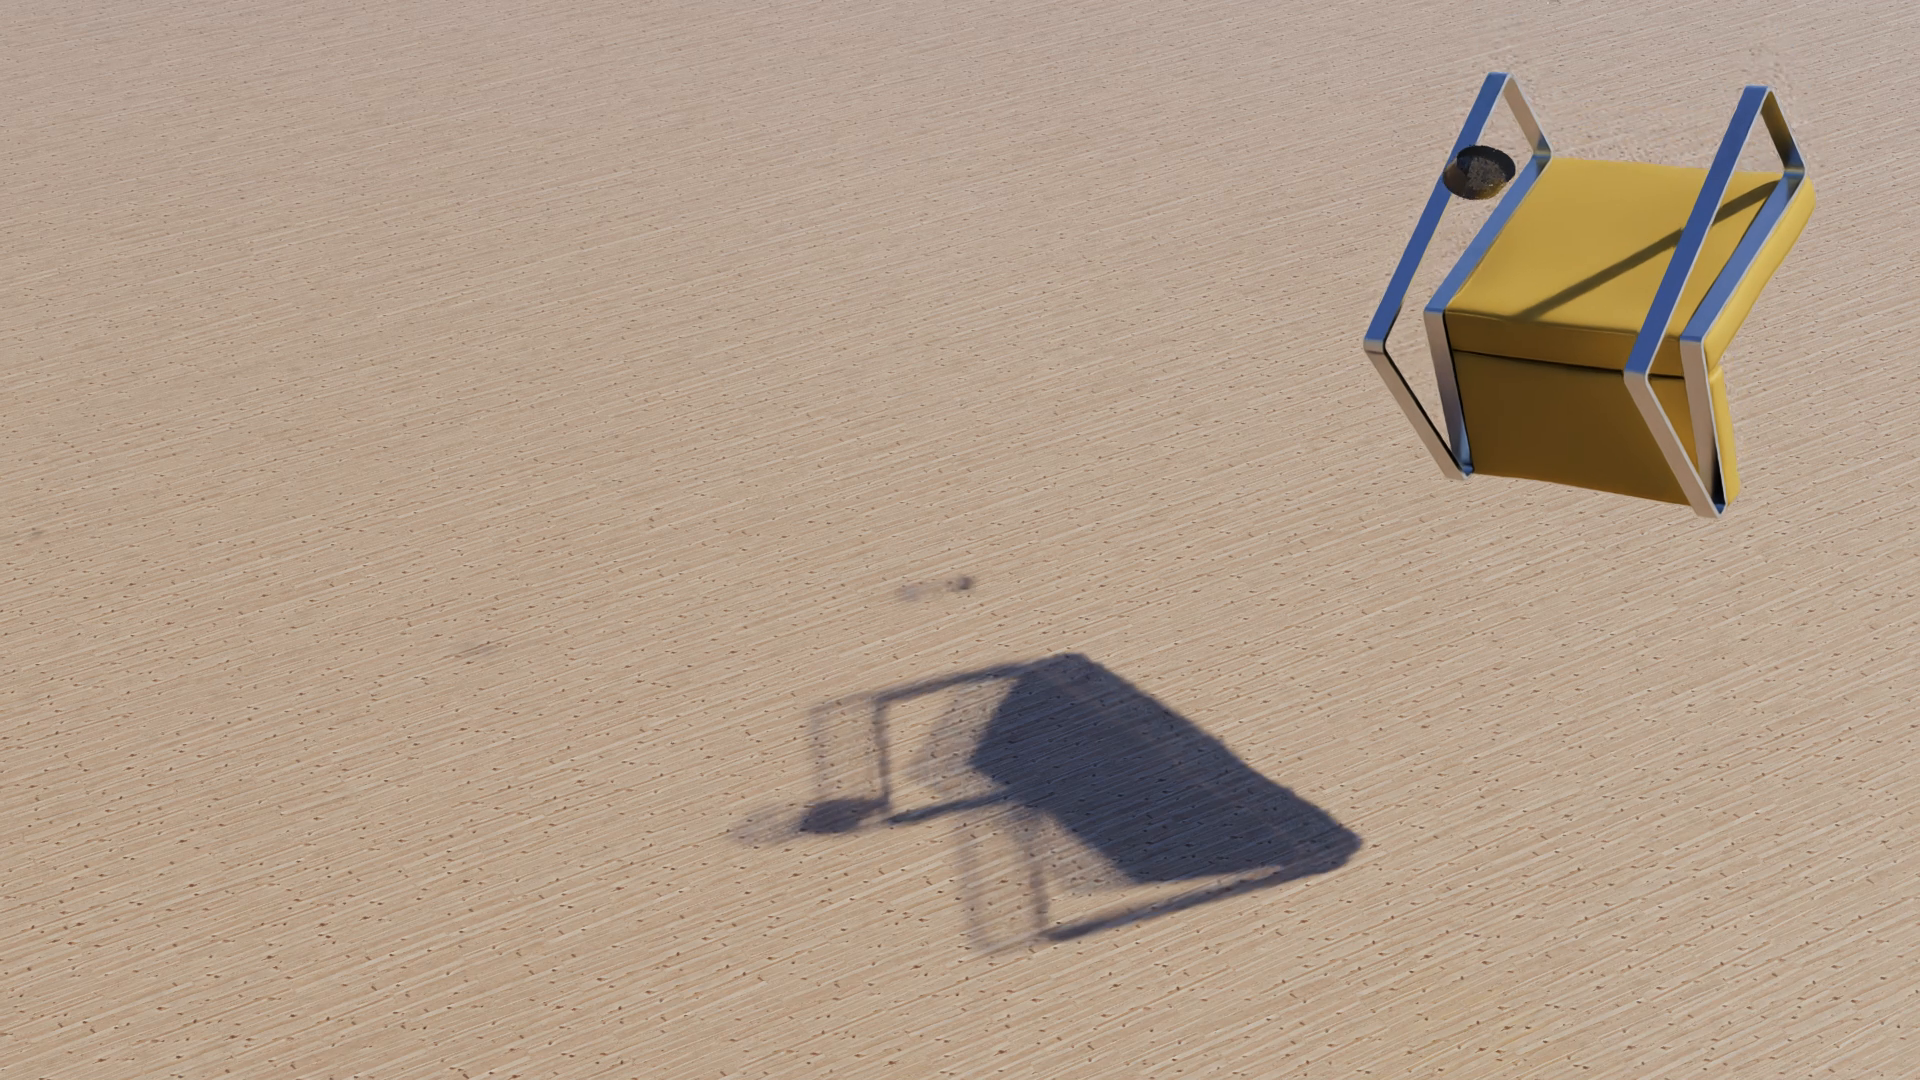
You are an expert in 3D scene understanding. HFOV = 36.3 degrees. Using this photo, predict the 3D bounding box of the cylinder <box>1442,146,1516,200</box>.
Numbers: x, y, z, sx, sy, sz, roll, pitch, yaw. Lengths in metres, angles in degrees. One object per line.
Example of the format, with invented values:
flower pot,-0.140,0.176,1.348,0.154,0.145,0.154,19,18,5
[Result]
cylinder,1.568,-1.108,8.859,0.184,0.116,0.166,12,-11,-3
